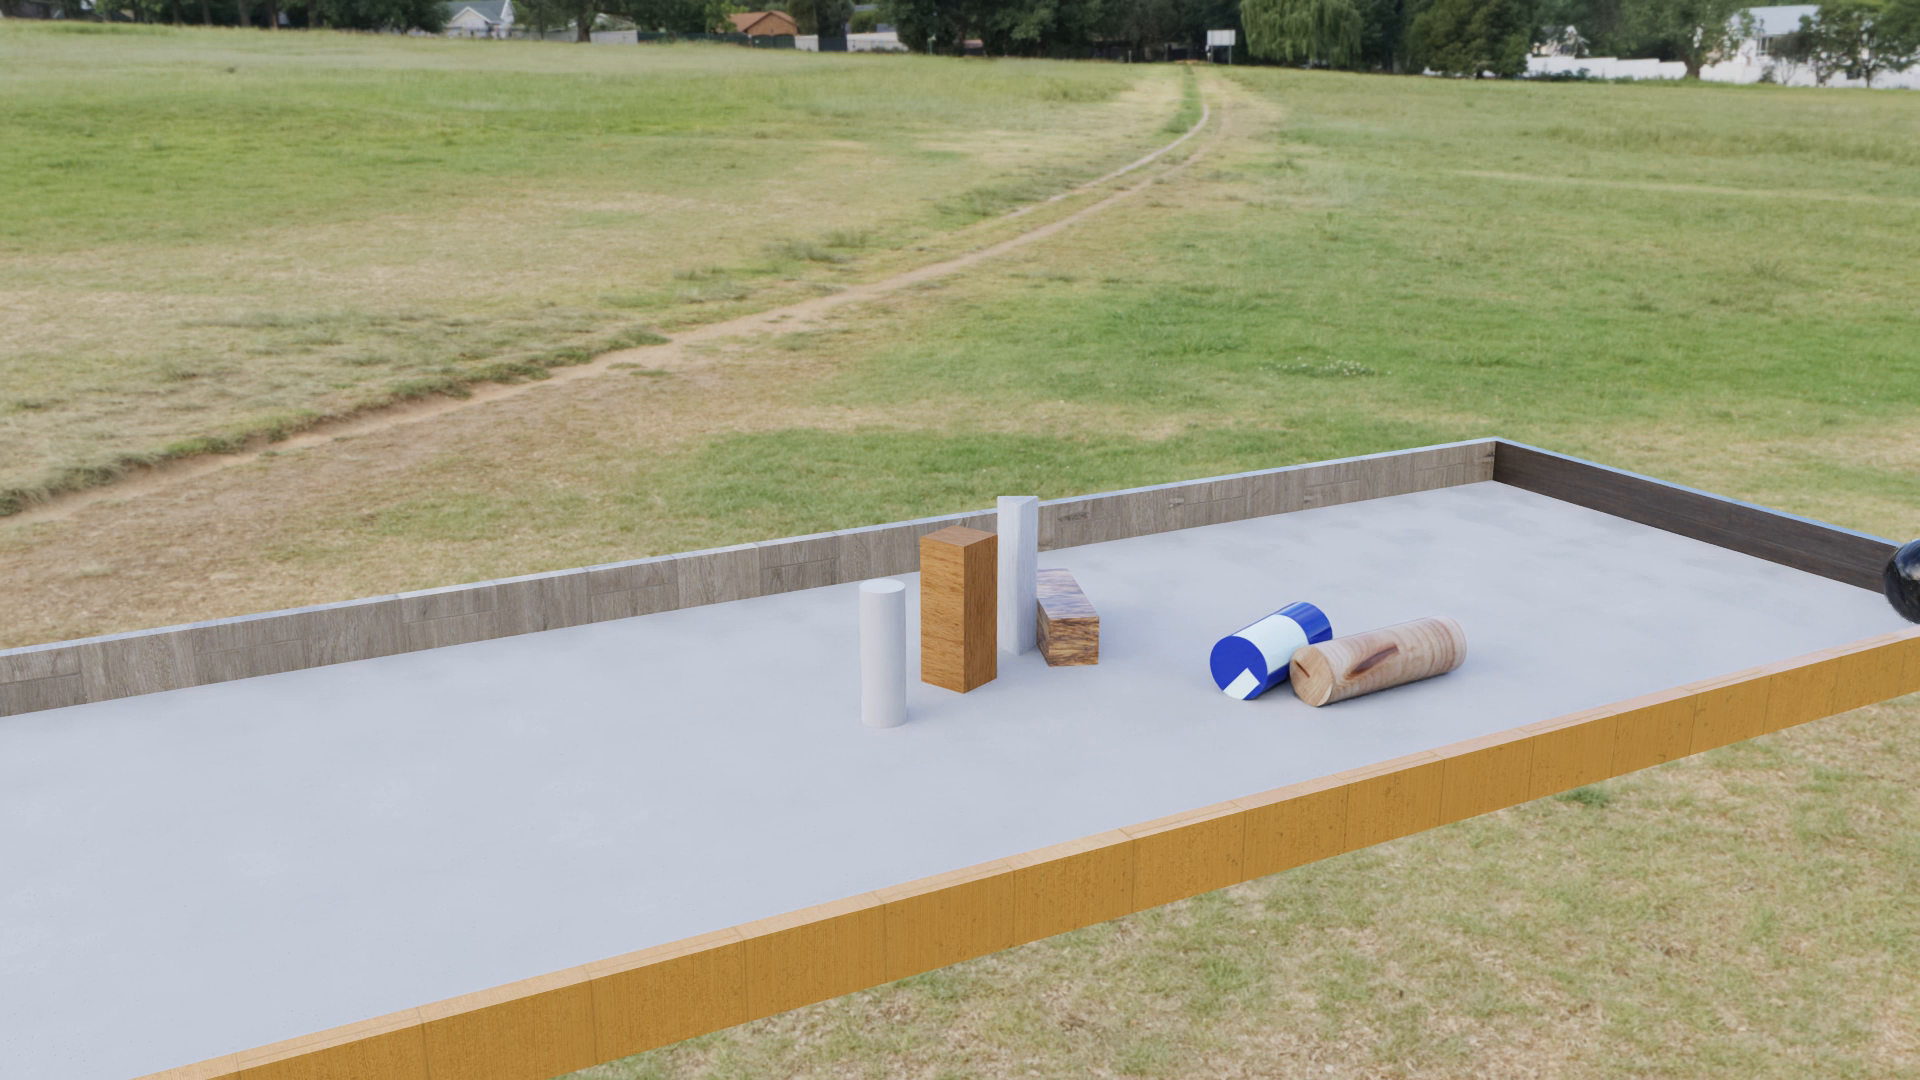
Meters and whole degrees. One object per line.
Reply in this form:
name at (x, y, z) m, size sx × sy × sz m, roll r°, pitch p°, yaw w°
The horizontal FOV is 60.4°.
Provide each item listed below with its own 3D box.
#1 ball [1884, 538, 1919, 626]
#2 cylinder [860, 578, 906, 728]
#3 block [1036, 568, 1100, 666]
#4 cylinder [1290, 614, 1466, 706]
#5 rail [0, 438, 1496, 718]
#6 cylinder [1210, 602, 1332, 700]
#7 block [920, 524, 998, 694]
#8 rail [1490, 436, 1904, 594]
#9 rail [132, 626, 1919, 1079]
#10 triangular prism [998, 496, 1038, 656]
ball at (2.672, 0.114, 4.507) m, size 0.259 × 0.259 × 0.259 m, roll 0°, pitch 16°, yaw 0°
cylinder at (-0.180, 0.266, 3.859) m, size 0.107 × 0.333 × 0.107 m, roll 0°, pitch 16°, yaw 0°
block at (0.264, 0.203, 4.434) m, size 0.130 × 0.130 × 0.422 m, roll -2°, pitch 17°, yaw -7°
cylinder at (1.040, 0.295, 4.090) m, size 0.456 × 0.147 × 0.147 m, roll -10°, pitch 19°, yaw -30°
rail at (-3.305, 0.497, 3.399) m, size 12.000 × 0.150 × 0.050 m, roll -9°, pitch 18°, yaw -27°
cylinder at (0.784, 0.274, 4.138) m, size 0.161 × 0.161 × 0.337 m, roll 13°, pitch 21°, yaw 37°
block at (-0.002, 0.171, 4.102) m, size 0.136 × 0.379 × 0.136 m, roll 12°, pitch 20°, yaw 36°
rail at (2.466, -0.048, 5.253) m, size 0.050 × 0.150 × 2.100 m, roll -9°, pitch 18°, yaw -27°
rail at (-2.336, 1.006, 1.665) m, size 12.000 × 0.150 × 0.050 m, roll -9°, pitch 18°, yaw -27°
triangular prism at (0.164, 0.088, 4.329) m, size 0.090 × 0.409 × 0.104 m, roll -10°, pitch 19°, yaw -29°
